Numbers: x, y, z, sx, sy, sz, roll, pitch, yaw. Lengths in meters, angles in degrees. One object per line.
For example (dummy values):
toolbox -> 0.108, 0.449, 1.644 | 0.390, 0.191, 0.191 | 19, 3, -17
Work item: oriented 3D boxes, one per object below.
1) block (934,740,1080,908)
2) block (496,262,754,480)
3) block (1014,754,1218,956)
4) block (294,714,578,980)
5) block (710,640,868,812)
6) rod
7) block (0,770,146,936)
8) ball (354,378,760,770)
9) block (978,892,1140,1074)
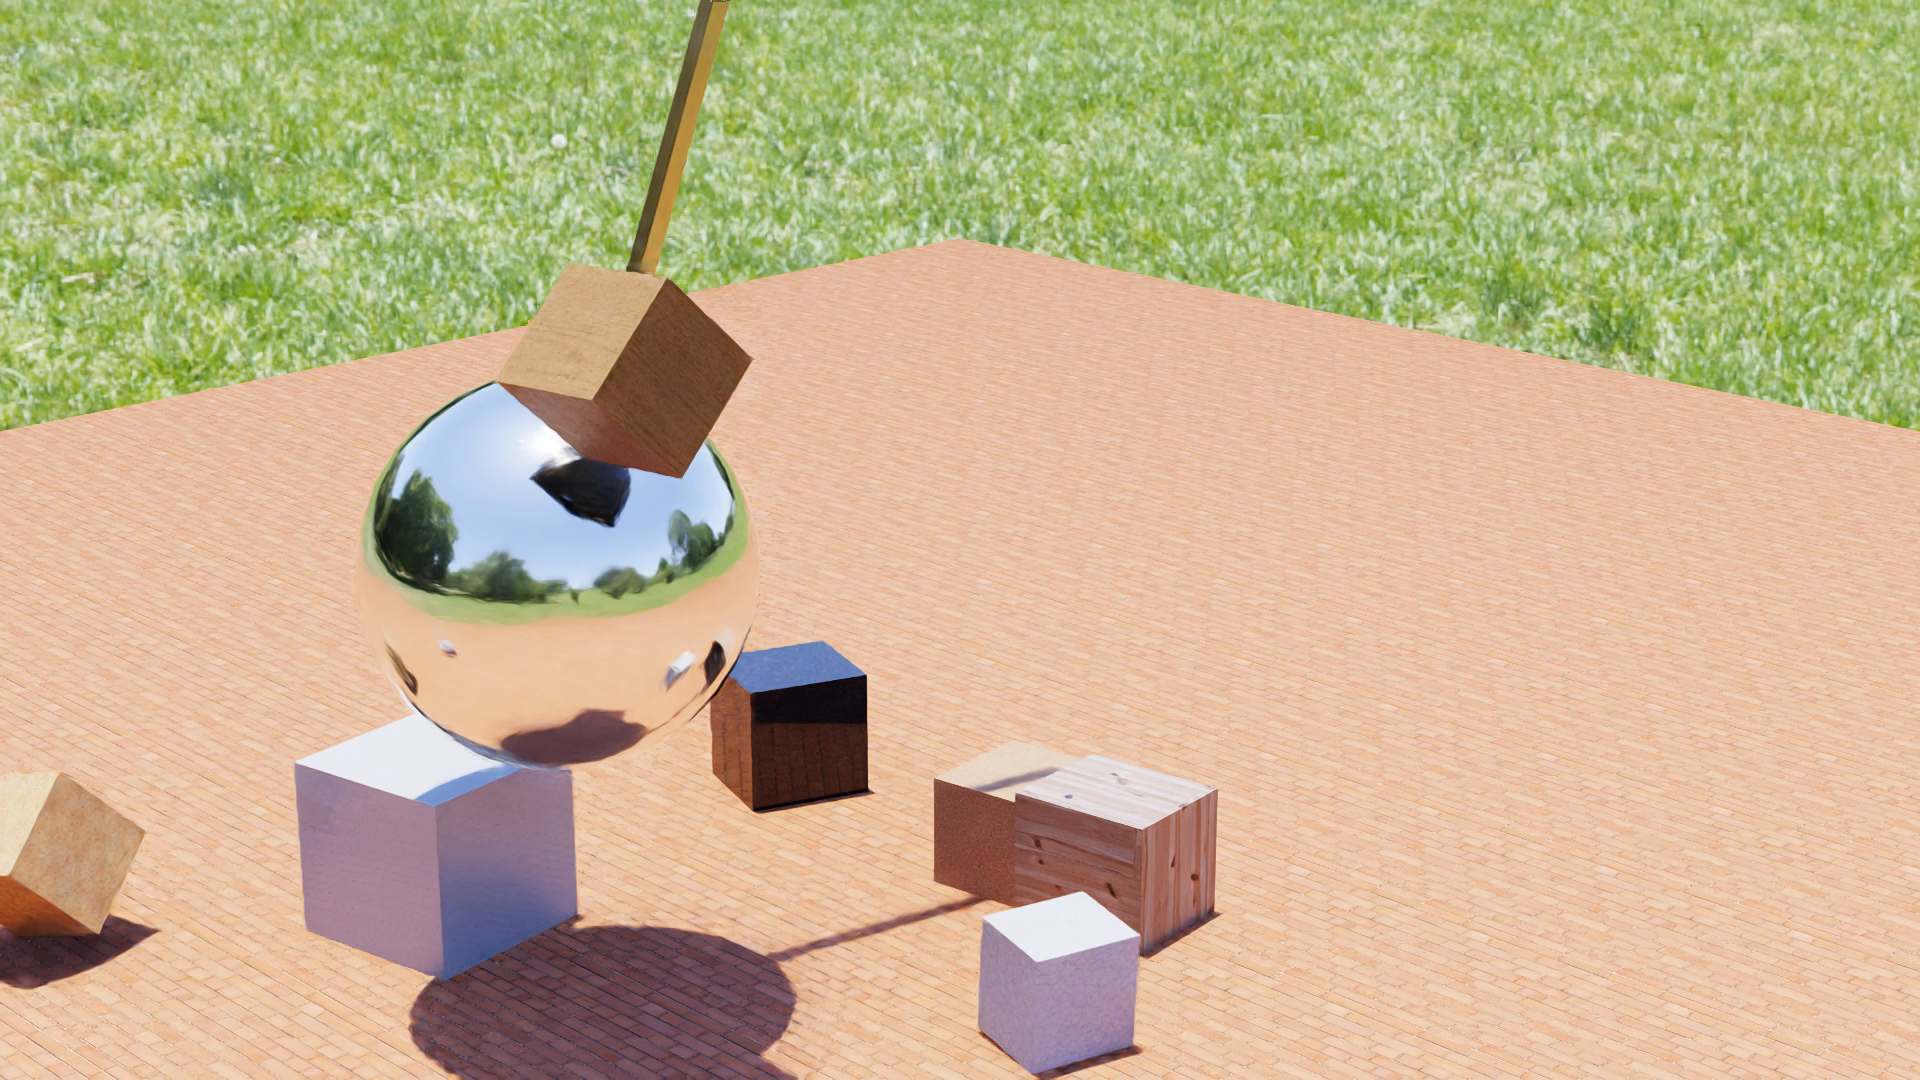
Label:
block -> 0.265, 1.293, 13.381 | 0.507, 0.509, 0.596 | 13, 22, 36
block -> -1.230, -0.624, 10.752 | 0.589, 0.532, 0.516 | 13, -23, 45
block -> 0.689, 1.381, 12.969 | 0.676, 0.589, 0.586 | 13, 22, 36
block -> -2.286, 1.311, 12.846 | 0.854, 0.795, 0.826 | 12, 21, 34
block -> -0.843, 0.909, 14.435 | 0.608, 0.610, 0.554 | -8, 19, -24
rod -> -0.693, -3.157, 11.623 | 0.080, 5.200, 0.080 | 17, 2, 42
block -> -3.963, 1.357, 12.628 | 0.535, 0.522, 0.502 | -7, 52, 35
ball -> -1.599, 0.119, 11.703 | 1.600, 1.600, 1.600 | 0, 17, 0
block -> 0.394, 1.777, 11.802 | 0.482, 0.504, 0.417 | -10, 24, -29
